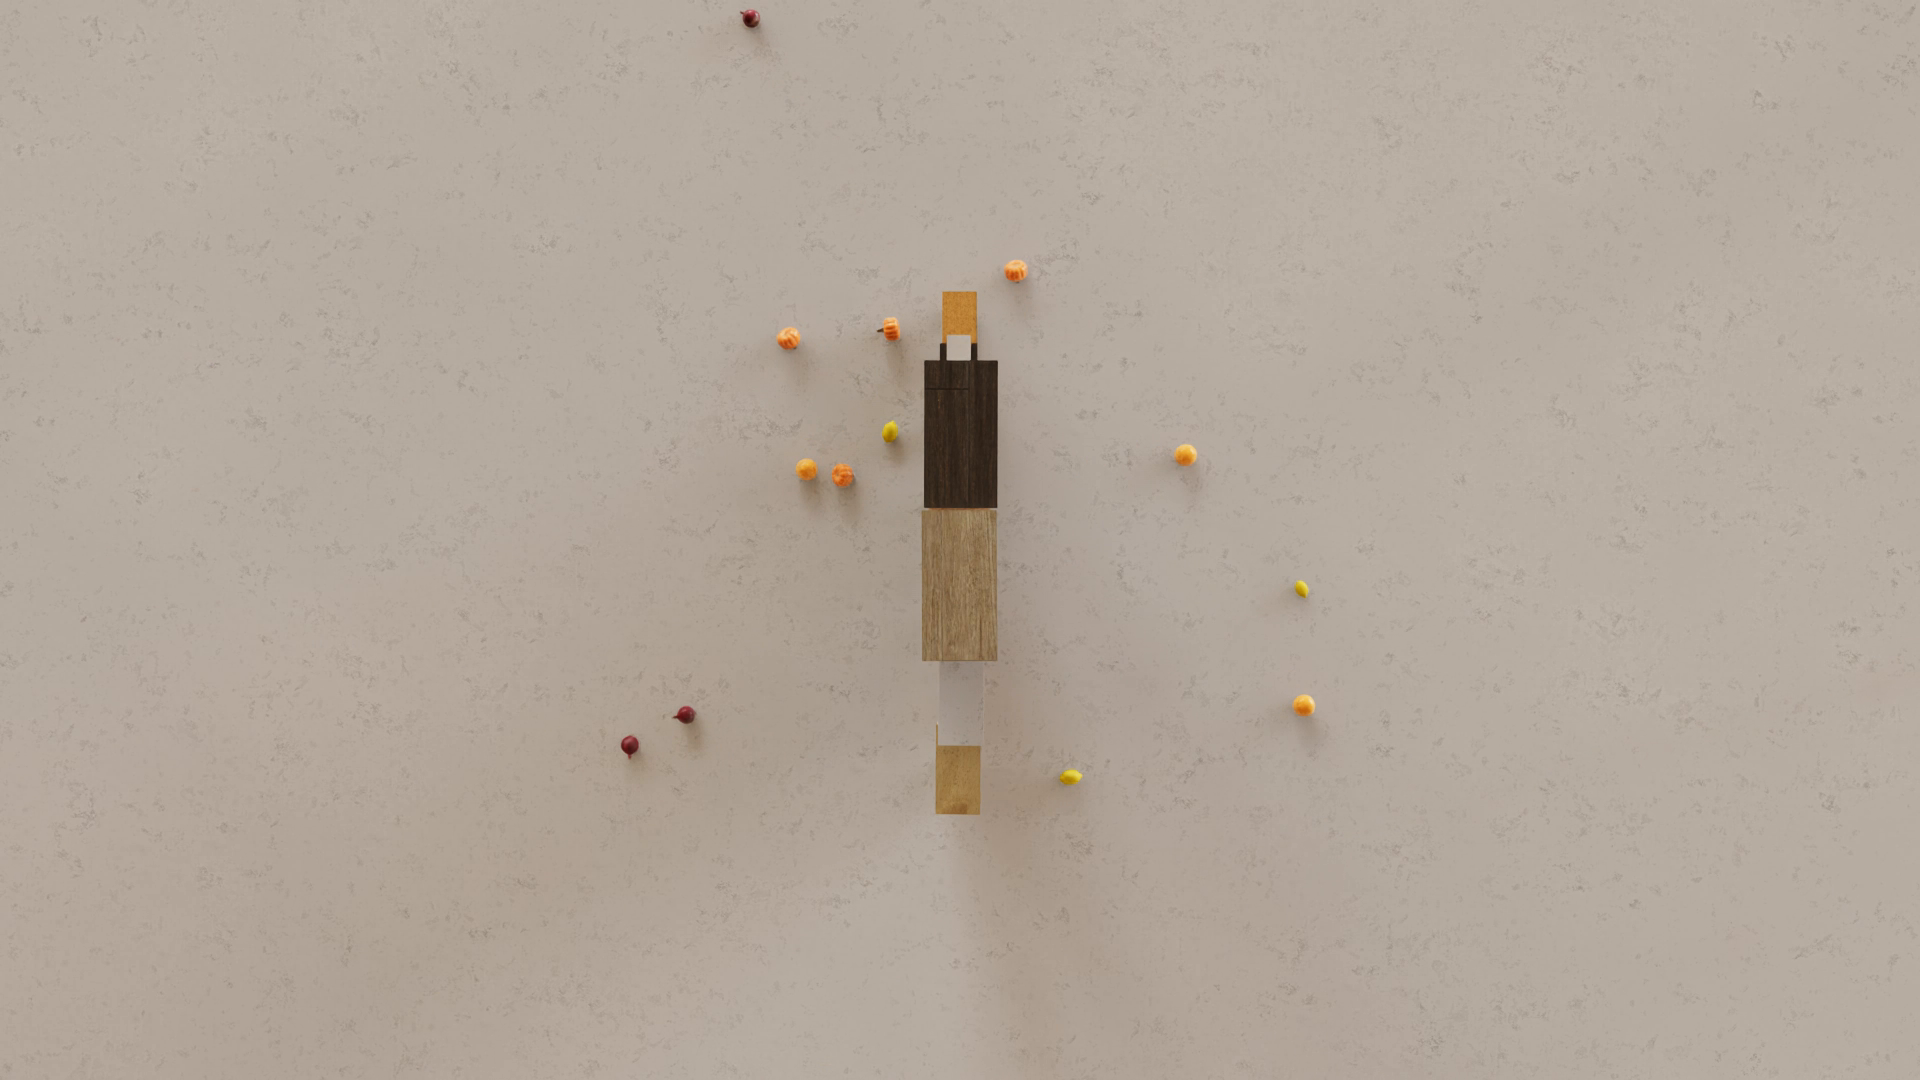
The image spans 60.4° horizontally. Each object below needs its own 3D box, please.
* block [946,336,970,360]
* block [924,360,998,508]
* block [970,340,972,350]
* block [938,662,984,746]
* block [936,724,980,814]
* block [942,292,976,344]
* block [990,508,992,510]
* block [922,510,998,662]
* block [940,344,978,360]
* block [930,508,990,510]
[{"bbox_3d":[-0.004,-0.502,4.581,0.066,0.019,0.131,0,90,0],"label":"block"},{"bbox_3d":[0.002,-0.254,3.968,0.176,0.050,0.353,0,90,0],"label":"block"},{"bbox_3d":[-0.002,-0.545,4.719,0.066,0.256,0.019,-1,90,0],"label":"block"},{"bbox_3d":[0.003,0.413,4.276,0.118,0.033,0.236,0,90,0],"label":"block"},{"bbox_3d":[-0.005,0.662,4.772,0.129,0.037,0.258,0,90,0],"label":"block"},{"bbox_3d":[-0.001,-0.682,5.266,0.109,0.031,0.219,0,90,0],"label":"block"},{"bbox_3d":[0.004,-0.181,4.736,0.170,0.048,0.339,0,90,0],"label":"block"},{"bbox_3d":[-0.001,0.109,3.961,0.180,0.051,0.360,0,90,0],"label":"block"},{"bbox_3d":[-0.004,-0.468,4.862,0.111,0.031,0.221,0,90,0],"label":"block"},{"bbox_3d":[-0.001,-0.101,4.369,0.160,0.045,0.320,0,90,0],"label":"block"}]
